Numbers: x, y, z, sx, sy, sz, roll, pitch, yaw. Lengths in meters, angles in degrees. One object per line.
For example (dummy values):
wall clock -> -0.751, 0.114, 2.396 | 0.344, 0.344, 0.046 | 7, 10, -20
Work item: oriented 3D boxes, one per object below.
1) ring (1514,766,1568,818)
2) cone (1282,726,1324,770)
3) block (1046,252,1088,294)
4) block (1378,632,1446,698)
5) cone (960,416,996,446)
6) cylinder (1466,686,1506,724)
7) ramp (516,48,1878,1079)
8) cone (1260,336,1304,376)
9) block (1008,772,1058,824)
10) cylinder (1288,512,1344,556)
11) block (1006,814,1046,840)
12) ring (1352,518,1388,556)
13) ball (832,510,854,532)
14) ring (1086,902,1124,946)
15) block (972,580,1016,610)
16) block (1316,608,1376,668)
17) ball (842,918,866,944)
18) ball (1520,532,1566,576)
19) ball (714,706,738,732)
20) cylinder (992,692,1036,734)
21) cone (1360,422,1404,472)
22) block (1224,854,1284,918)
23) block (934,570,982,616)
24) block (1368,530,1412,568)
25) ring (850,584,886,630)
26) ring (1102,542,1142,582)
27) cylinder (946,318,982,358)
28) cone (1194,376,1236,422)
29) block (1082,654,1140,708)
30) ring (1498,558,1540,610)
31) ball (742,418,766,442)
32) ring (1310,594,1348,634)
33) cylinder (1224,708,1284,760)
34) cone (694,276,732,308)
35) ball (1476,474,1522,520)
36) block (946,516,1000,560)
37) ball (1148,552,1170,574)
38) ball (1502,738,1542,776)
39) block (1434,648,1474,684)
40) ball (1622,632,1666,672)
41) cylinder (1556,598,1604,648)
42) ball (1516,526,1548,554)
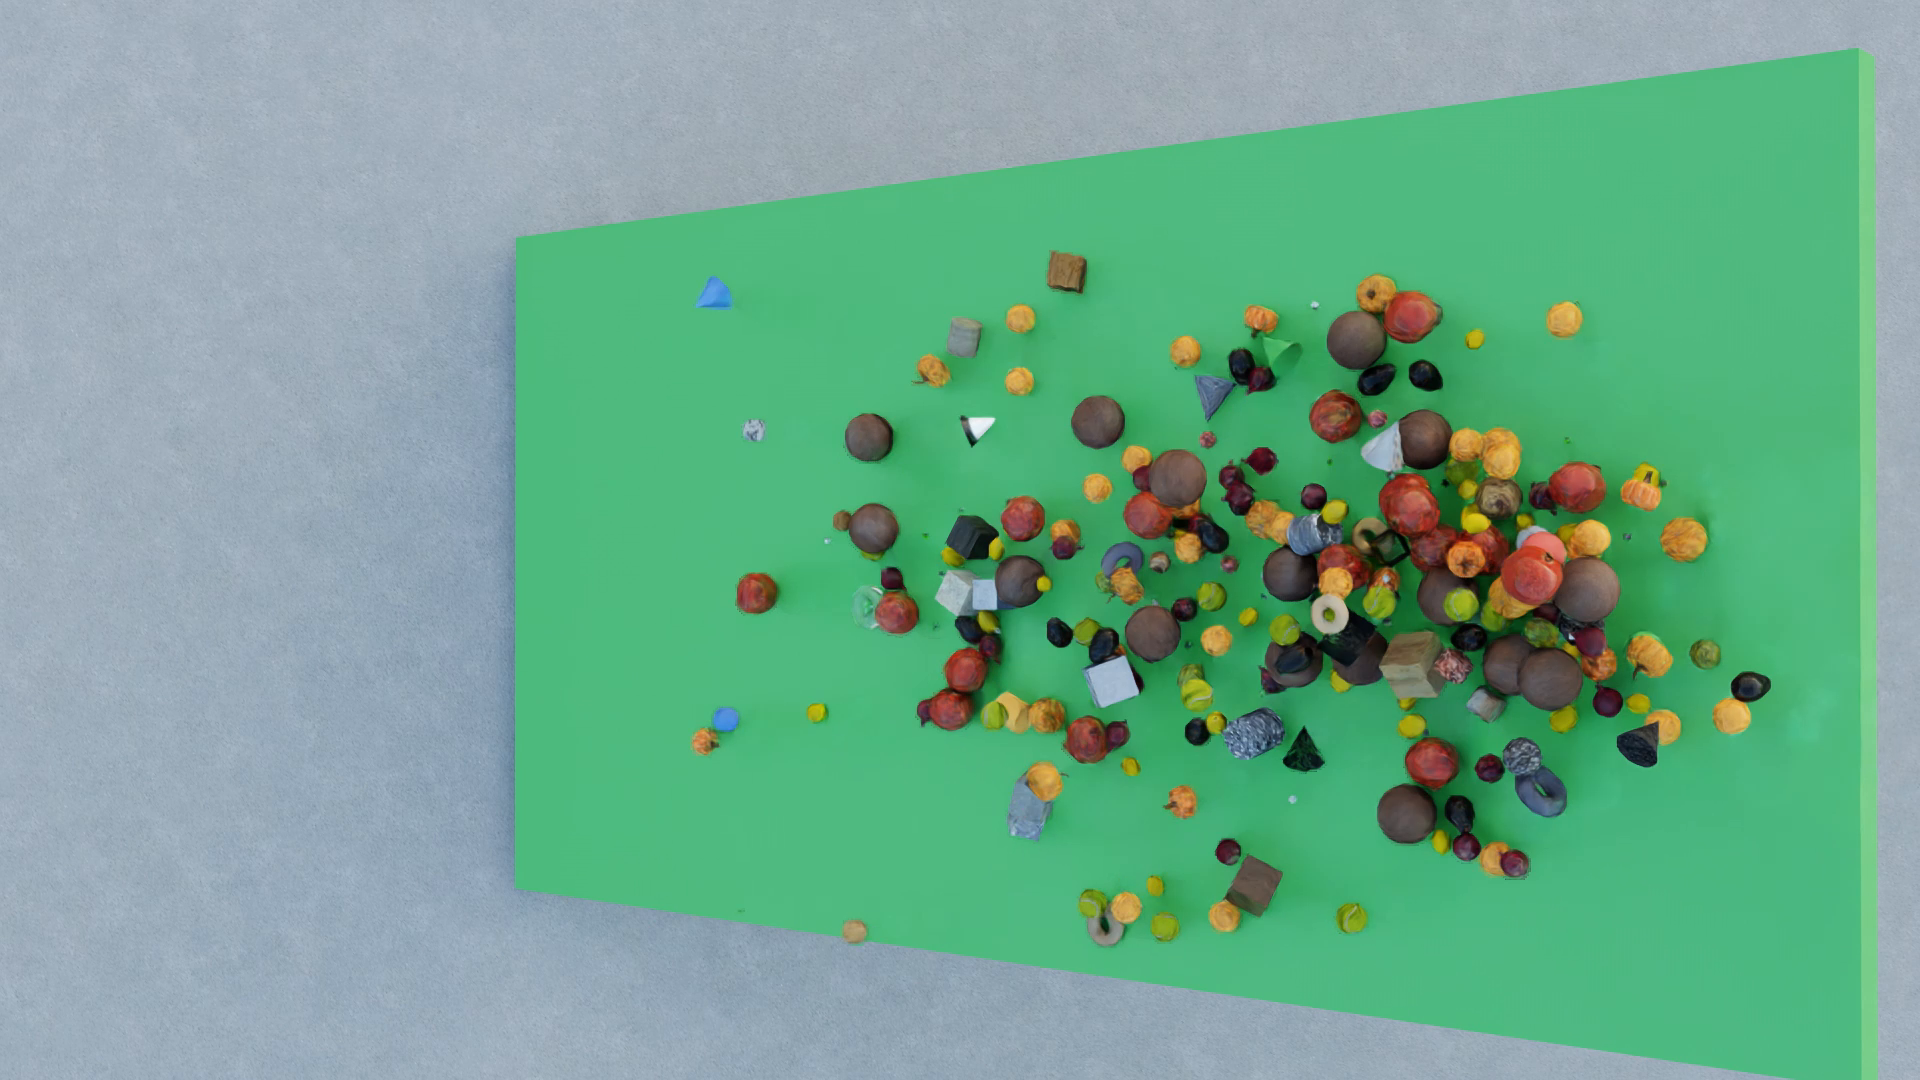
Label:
ring -> 1.207, 0.521, 4.569 | 0.124, 0.124, 0.041 | 36, 132, 0
cone -> 0.777, 0.460, 4.972 | 0.092, 0.092, 0.092 | 6, 59, 0
block -> 0.260, -0.651, 5.354 | 0.080, 0.080, 0.080 | 10, 90, 11
block -> 0.973, 0.267, 4.687 | 0.099, 0.099, 0.099 | 55, 51, -26
cone -> 0.055, -0.291, 5.571 | 0.085, 0.085, 0.085 | -22, 90, 9
cylinder -> 1.117, 0.350, 4.670 | 0.059, 0.059, 0.059 | 38, 90, 28
ramp -> 0.213, 0.062, 5.528 | 4.000, 0.100, 2.000 | 0, 90, 39
cone -> 0.711, -0.434, 4.980 | 0.092, 0.092, 0.092 | -43, 58, 0
block -> 0.174, 0.614, 5.230 | 0.083, 0.083, 0.083 | 18, 105, 16
cylinder -> 0.786, -0.014, 4.867 | 0.087, 0.087, 0.087 | 8, 77, -37
block -> 0.165, 0.685, 5.428 | 0.074, 0.074, 0.074 | 15, 110, -11
ring -> 0.907, -0.007, 4.859 | 0.089, 0.030, 0.089 | 6, 100, 32
ball -> -0.313, -0.051, 5.859 | 0.056, 0.056, 0.056 | 0, 90, 0
ring -> 0.352, 0.929, 5.322 | 0.107, 0.036, 0.107 | 0, 90, 41
block -> 0.086, 0.137, 5.518 | 0.076, 0.076, 0.076 | 0, 90, 39
block -> 0.831, 0.209, 4.729 | 0.080, 0.080, 0.080 | 33, 66, 6
ball -> -0.279, 1.036, 5.818 | 0.066, 0.066, 0.066 | 0, 90, 0
ball -> 1.176, 0.028, 4.436 | 0.090, 0.090, 0.090 | 0, 90, 0
ball -> -0.651, 0.499, 6.123 | 0.071, 0.071, 0.071 | 0, 90, 0
cylinder -> 0.133, 0.431, 5.477 | 0.078, 0.078, 0.078 | 30, 90, 35
cone -> 0.907, -0.213, 4.636 | 0.097, 0.097, 0.097 | 17, 126, 0
block -> 0.664, 0.782, 4.972 | 0.091, 0.091, 0.091 | 28, 67, 9
block -> 0.008, 0.134, 5.575 | 0.086, 0.086, 0.086 | 36, 112, 34
block -> 0.939, 0.017, 4.802 | 0.056, 0.056, 0.056 | -32, 103, -10
ring -> -0.241, 0.177, 5.809 | 0.119, 0.040, 0.119 | -1, 89, 43
ring -> 0.387, 0.053, 5.247 | 0.106, 0.035, 0.106 | -11, 123, -18
cylinder -> 0.010, -0.511, 5.553 | 0.081, 0.081, 0.081 | 12, 111, 0
cone -> 0.581, -0.320, 5.088 | 0.099, 0.099, 0.099 | 12, 84, 0
block -> 0.352, 0.330, 5.149 | 0.096, 0.096, 0.096 | -20, 90, -5
ring -> 1.176, 0.092, 4.623 | 0.037, 0.110, 0.110 | 2, 90, -28
ball -> -0.568, -0.302, 6.064 | 0.065, 0.065, 0.065 | 0, 90, 0
ring -> 0.762, 0.154, 4.536 | 0.084, 0.028, 0.084 | 6, 100, 35
cylinder -> 0.670, 0.441, 5.008 | 0.096, 0.096, 0.096 | -19, 90, -39
cone -> -0.700, -0.665, 6.092 | 0.096, 0.096, 0.096 | -38, 90, -30
ball -> 1.138, -0.090, 4.644 | 0.097, 0.097, 0.097 | 0, 90, 0
block -> 0.032, -0.005, 5.559 | 0.081, 0.081, 0.081 | 39, 113, 33
ball -> 0.466, 0.052, 5.140 | 0.051, 0.051, 0.051 | 0, 90, 0
ball -> 1.160, 0.448, 4.536 | 0.079, 0.079, 0.079 | 0, 90, 0
block -> 1.040, 0.265, 4.627 | 0.050, 0.050, 0.050 | 15, 118, -38
ball -> 1.384, 0.225, 4.450 | 0.082, 0.082, 0.082 | 0, 90, 0
cylinder -> 1.248, 0.166, 4.425 | 0.086, 0.086, 0.086 | 1, 98, 10
ball -> 1.178, 0.007, 4.514 | 0.073, 0.073, 0.073 | 0, 90, 0
